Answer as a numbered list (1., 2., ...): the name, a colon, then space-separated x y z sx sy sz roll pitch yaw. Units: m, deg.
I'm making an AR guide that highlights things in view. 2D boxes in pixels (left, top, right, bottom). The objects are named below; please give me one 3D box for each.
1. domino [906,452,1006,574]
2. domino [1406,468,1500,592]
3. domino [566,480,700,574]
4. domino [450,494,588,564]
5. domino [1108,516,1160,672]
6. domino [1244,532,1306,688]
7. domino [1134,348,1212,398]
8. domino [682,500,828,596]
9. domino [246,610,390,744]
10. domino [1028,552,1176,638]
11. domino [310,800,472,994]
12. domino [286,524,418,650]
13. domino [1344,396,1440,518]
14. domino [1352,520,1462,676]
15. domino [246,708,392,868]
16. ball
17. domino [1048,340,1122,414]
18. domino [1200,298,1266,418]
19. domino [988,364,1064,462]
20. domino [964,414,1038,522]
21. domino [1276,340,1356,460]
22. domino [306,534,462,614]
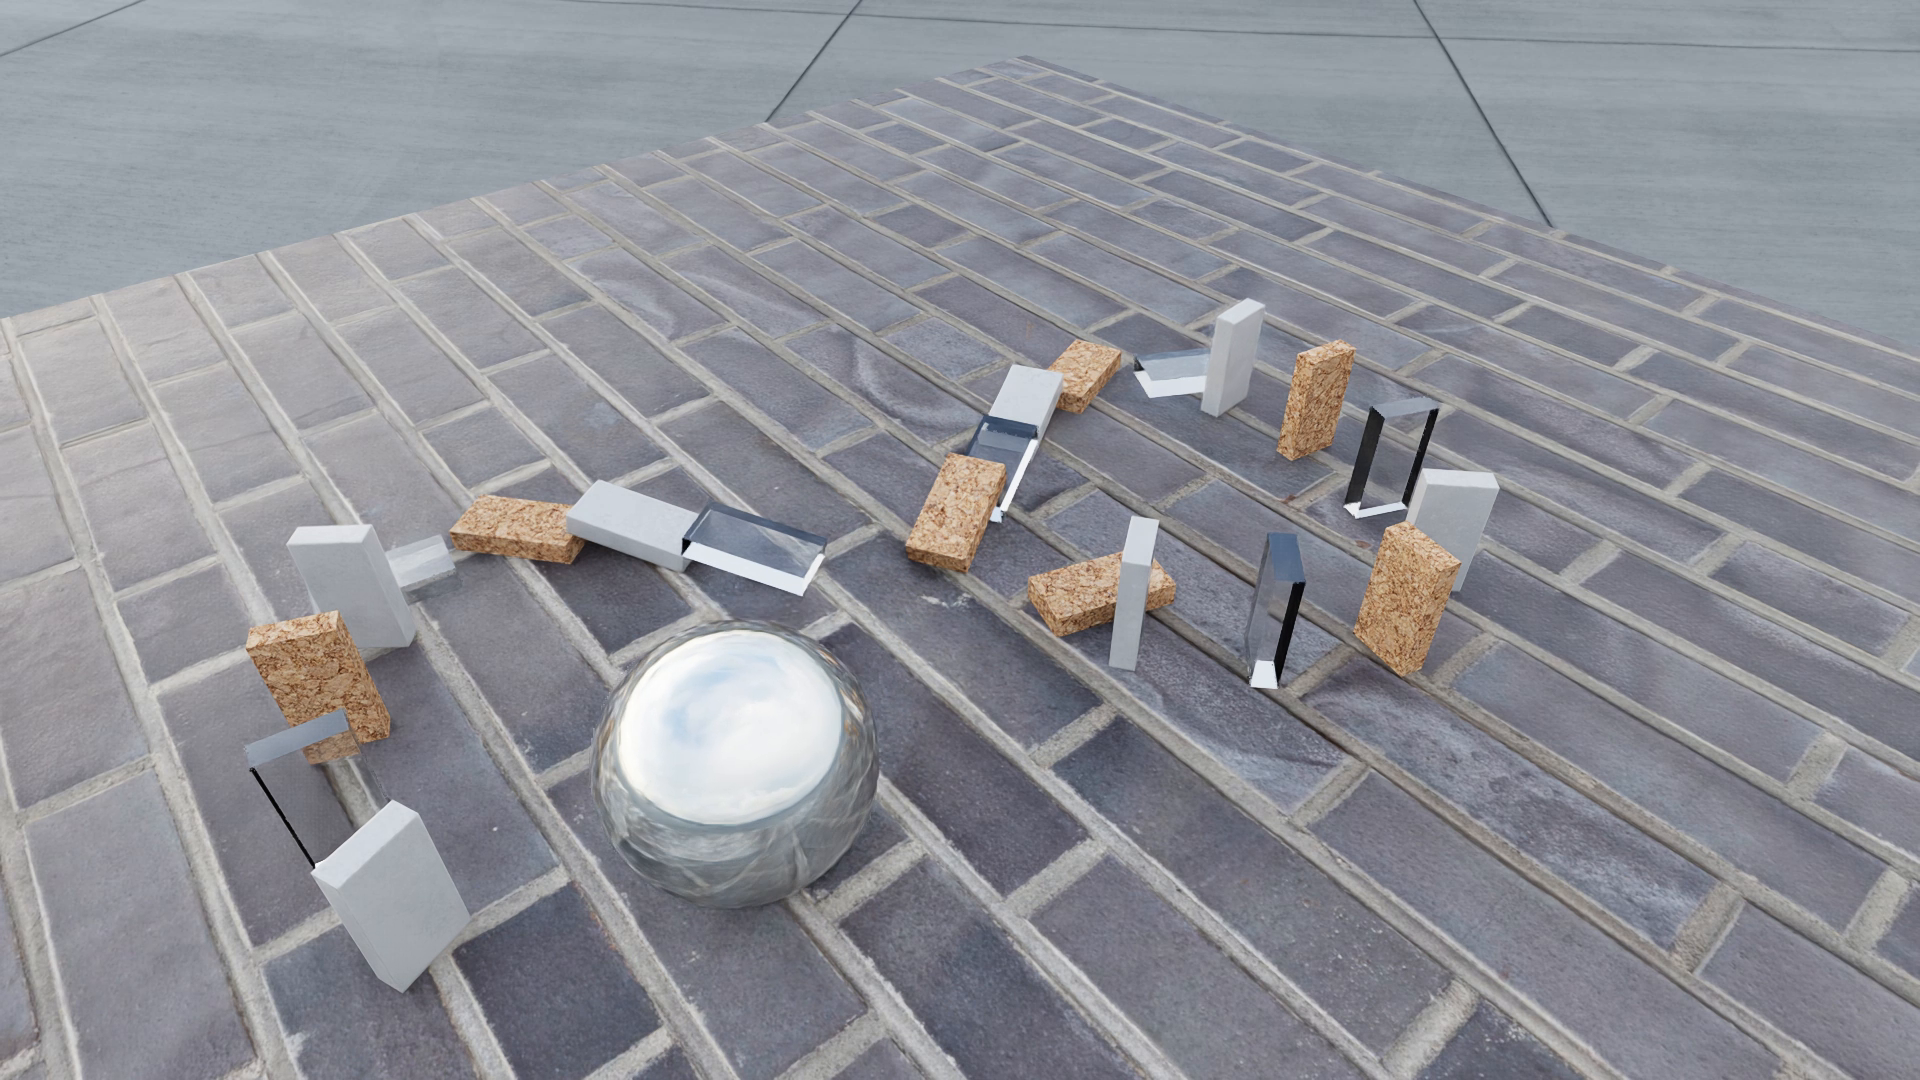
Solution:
1. domino: -0.001 -0.012 0.447 0.025 0.010 0.050 13 57 16
2. domino: 0.182 -0.003 0.415 0.025 0.050 0.009 4 40 5
3. domino: -0.129 -0.006 0.443 0.050 0.010 0.025 19 42 4
4. domino: -0.178 -0.005 0.449 0.050 0.010 0.025 7 40 8
5. domino: 0.061 0.019 0.388 0.009 0.050 0.025 9 40 11
6. domino: 0.108 0.025 0.381 0.010 0.050 0.025 4 39 5
7. domino: 0.114 -0.084 0.546 0.050 0.010 0.025 -7 40 -9
8. domino: -0.081 0.003 0.433 0.050 0.010 0.025 18 42 5
9. domino: -0.205 0.047 0.354 0.025 0.050 0.010 -12 41 -15
10. domino: 0.054 0.019 0.420 0.050 0.010 0.025 -15 42 -17
11. domino: -0.151 0.096 0.294 0.010 0.050 0.025 18 43 21
12. domino: -0.215 0.017 0.390 0.025 0.050 0.009 -2 39 -3
13. domino: 0.177 -0.033 0.452 0.025 0.050 0.009 -11 41 -13
14. domino: 0.156 0.021 0.386 0.010 0.050 0.025 -17 42 -20
15. domino: -0.184 0.074 0.321 0.025 0.050 0.009 -23 44 -25
16. ball: -0.063 0.062 0.312 0.080 0.080 0.080 0 39 0
17. domino: 0.058 -0.081 0.543 0.025 0.009 0.050 19 43 22
18. domino: 0.127 -0.085 0.515 0.009 0.050 0.025 32 49 32
19. domino: 0.029 -0.059 0.508 0.025 0.010 0.050 13 52 15
20. domino: 0.014 -0.031 0.474 0.025 0.009 0.050 14 53 16
21. domino: 0.157 -0.062 0.487 0.025 0.050 0.010 -21 44 -23
22. domino: -0.222 0.016 0.423 0.050 0.009 0.025 -22 44 -25
